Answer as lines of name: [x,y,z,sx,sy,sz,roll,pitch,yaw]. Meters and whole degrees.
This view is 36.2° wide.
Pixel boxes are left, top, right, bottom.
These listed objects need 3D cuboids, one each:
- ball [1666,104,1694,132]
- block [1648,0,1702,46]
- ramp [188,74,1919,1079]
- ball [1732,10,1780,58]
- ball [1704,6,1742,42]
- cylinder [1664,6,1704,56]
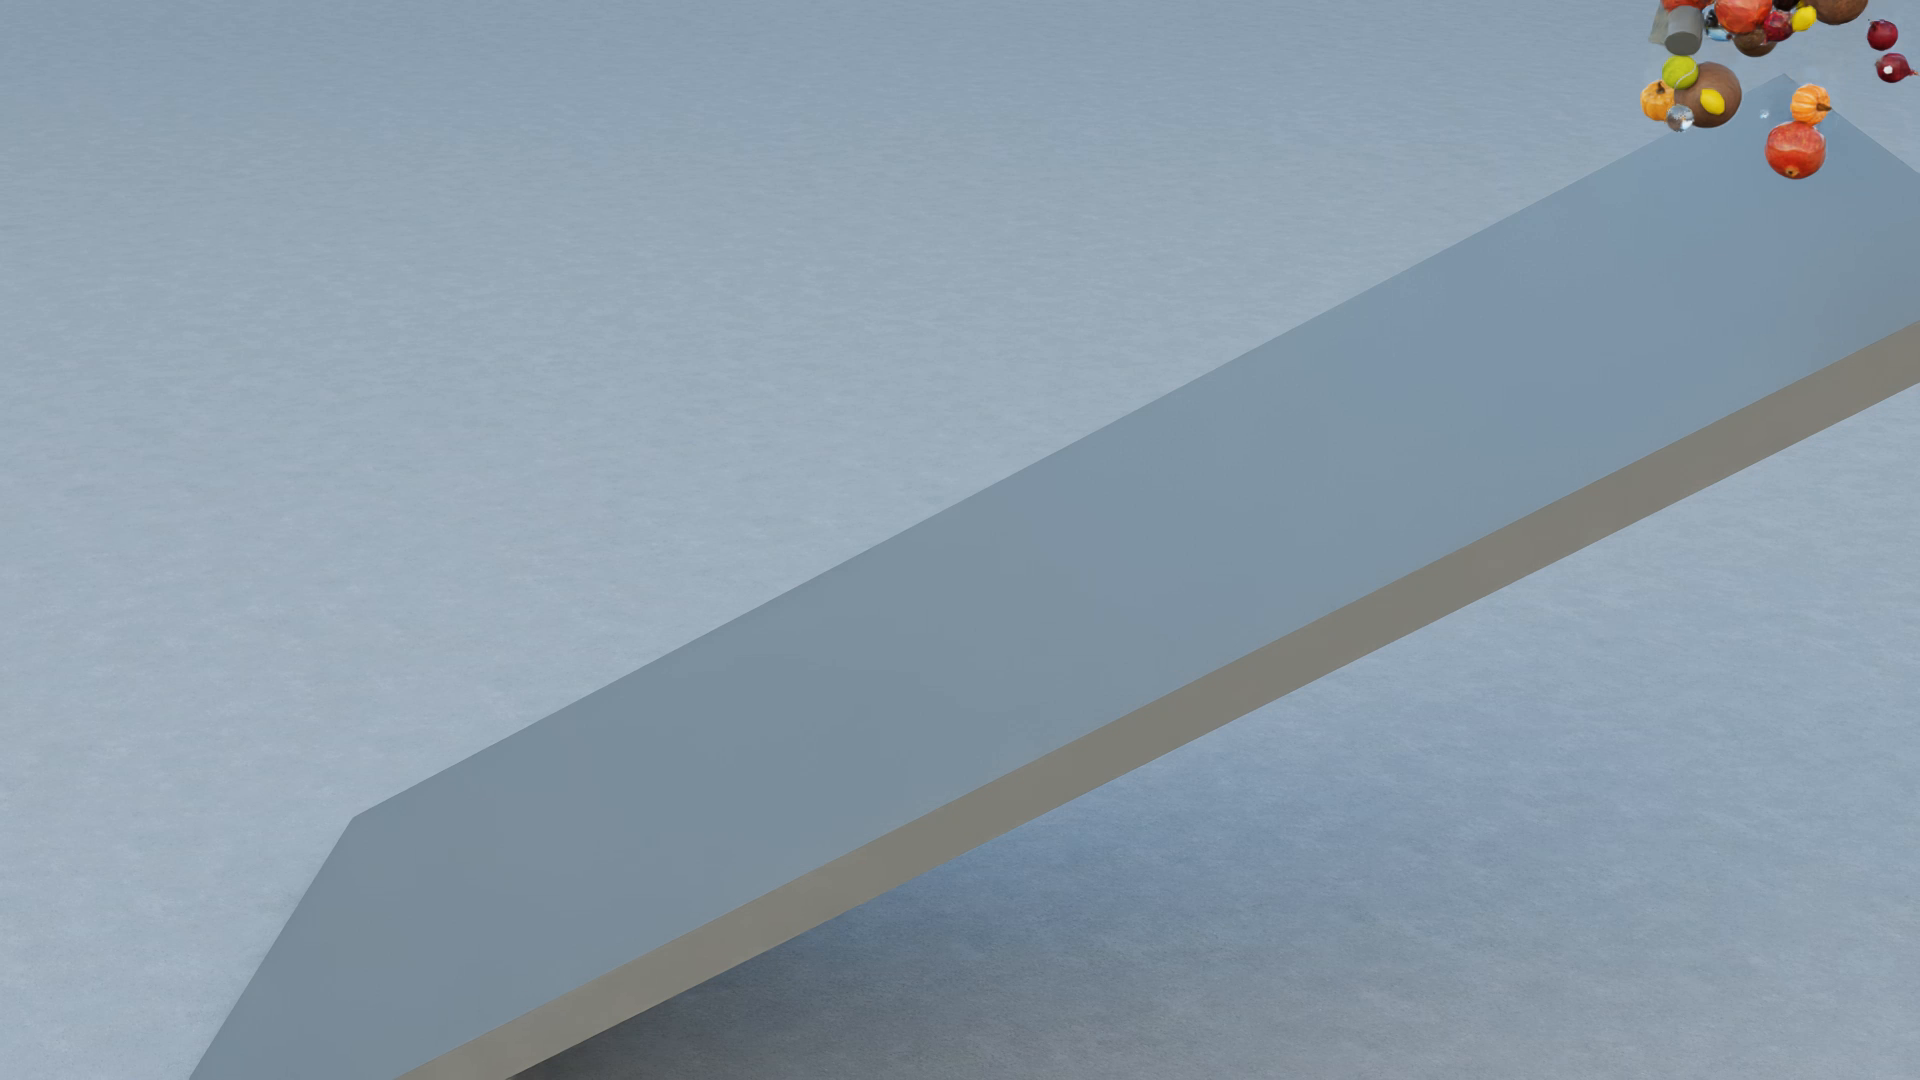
ball: [1.392,-0.817,5.689,0.053,0.053,0.053,0,18,0]
block: [1.448,-1.050,5.959,0.076,0.076,0.076,18,41,14]
ramp: [0.142,0.167,6.283,4.000,0.100,2.000,-27,14,11]
ball: [1.620,-1.030,5.984,0.095,0.095,0.095,0,18,0]
ball: [1.490,-1.008,5.746,0.070,0.070,0.070,0,18,0]
cylinder: [1.402,-0.985,5.688,0.069,0.069,0.069,5,58,16]
